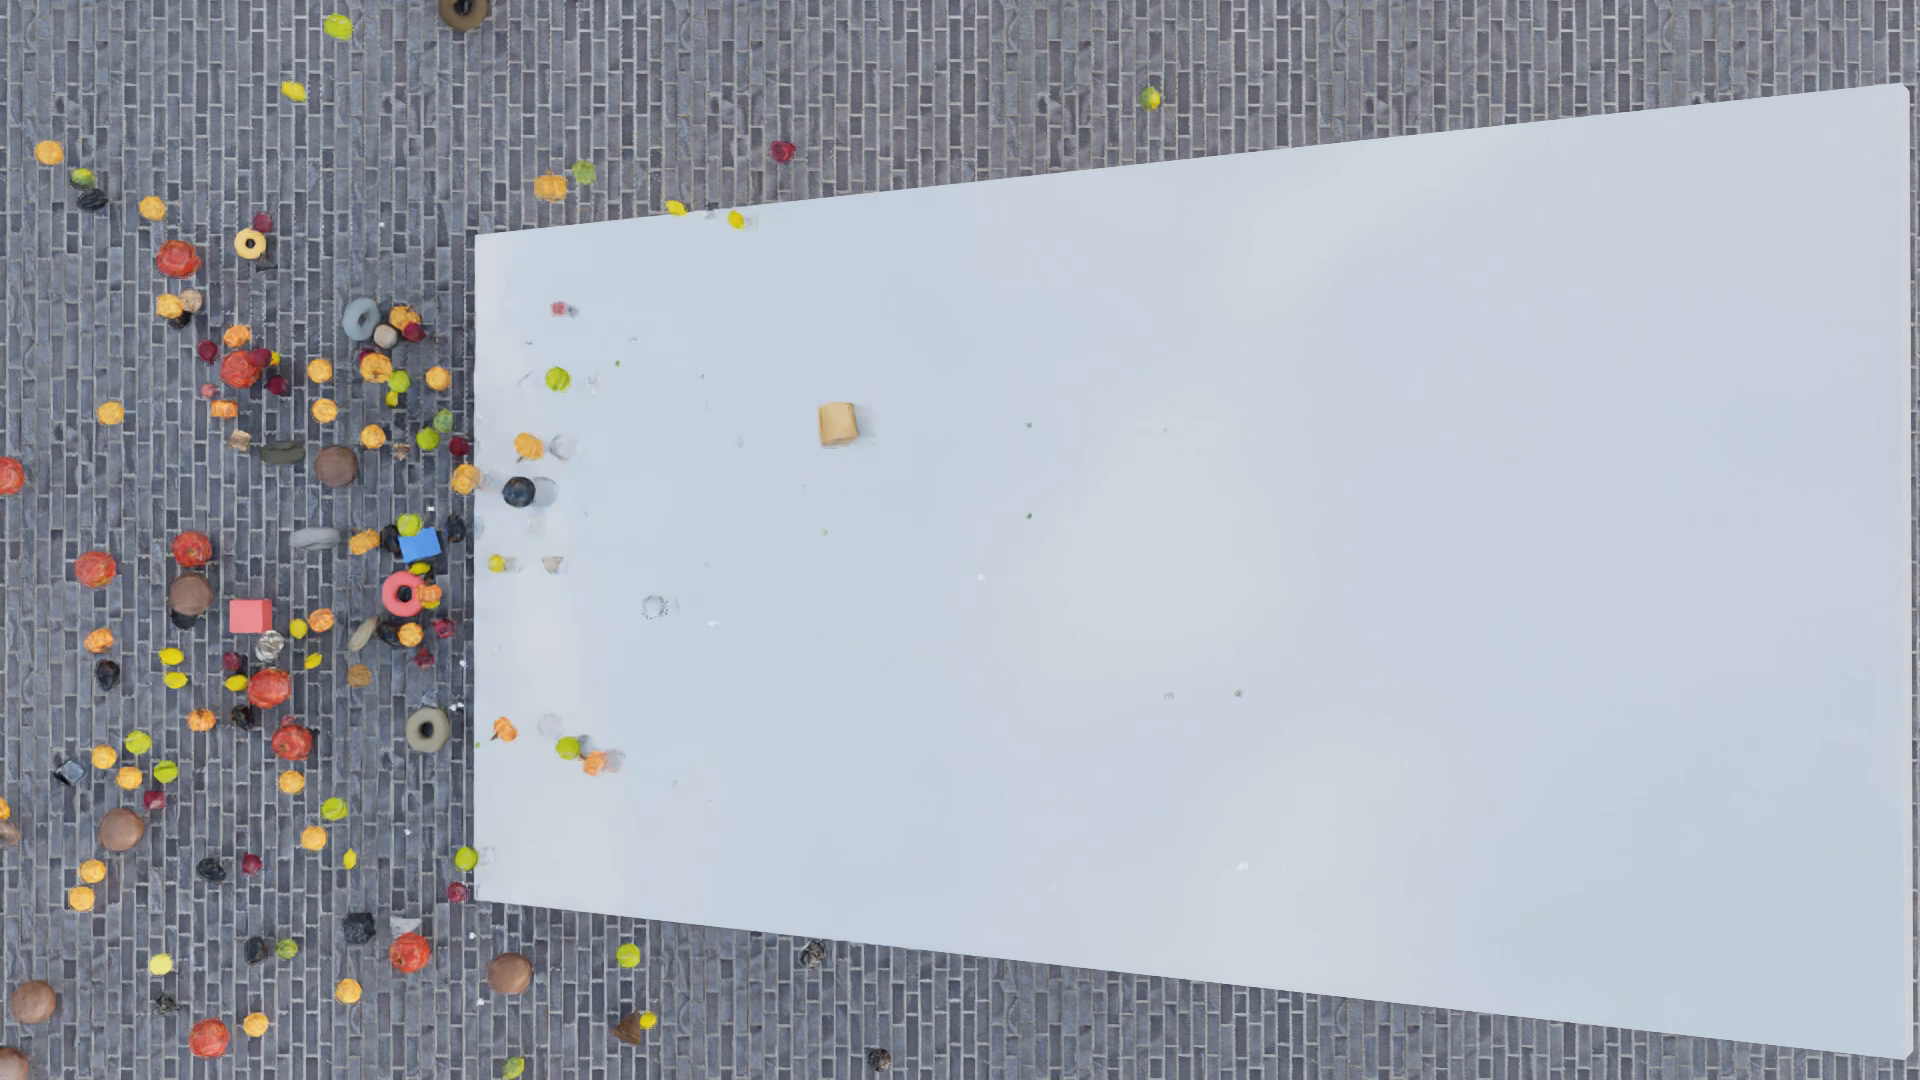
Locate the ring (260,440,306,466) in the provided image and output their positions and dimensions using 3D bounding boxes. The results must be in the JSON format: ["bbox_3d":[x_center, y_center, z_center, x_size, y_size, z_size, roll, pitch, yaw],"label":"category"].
[{"bbox_3d":[-2.046,-0.263,6.644,0.135,0.135,0.045,2,112,0],"label":"ring"}]

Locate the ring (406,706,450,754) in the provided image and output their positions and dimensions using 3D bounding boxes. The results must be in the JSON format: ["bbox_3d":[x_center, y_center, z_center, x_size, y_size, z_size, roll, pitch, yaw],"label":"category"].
[{"bbox_3d":[-1.613,0.575,6.663,0.143,0.048,0.143,-3,79,14],"label":"ring"}]

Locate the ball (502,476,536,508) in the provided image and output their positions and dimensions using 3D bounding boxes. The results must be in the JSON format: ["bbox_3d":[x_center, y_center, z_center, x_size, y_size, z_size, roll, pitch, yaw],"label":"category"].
[{"bbox_3d":[-1.296,-0.141,6.461,0.096,0.096,0.096,0,89,0],"label":"ball"}]

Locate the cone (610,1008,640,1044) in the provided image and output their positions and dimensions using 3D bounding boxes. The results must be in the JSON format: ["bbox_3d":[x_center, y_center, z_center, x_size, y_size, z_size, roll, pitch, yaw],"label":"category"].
[{"bbox_3d":[-0.996,1.463,6.670,0.098,0.098,0.098,22,63,0],"label":"cone"}]

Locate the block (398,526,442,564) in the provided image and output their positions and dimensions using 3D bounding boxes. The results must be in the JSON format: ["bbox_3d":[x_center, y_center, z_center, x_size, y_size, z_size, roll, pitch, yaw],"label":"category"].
[{"bbox_3d":[-1.633,0.016,6.647,0.082,0.082,0.082,-16,89,-41],"label":"block"}]

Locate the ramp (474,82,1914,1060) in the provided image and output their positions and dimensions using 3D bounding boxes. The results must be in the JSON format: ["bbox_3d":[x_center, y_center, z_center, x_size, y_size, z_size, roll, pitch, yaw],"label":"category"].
[{"bbox_3d":[0.261,0.072,5.603,4.000,0.100,2.000,0,89,32],"label":"ramp"}]

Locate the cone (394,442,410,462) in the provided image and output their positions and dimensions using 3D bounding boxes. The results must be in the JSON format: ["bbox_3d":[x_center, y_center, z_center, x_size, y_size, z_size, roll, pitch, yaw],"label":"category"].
[{"bbox_3d":[-1.695,-0.260,6.671,0.052,0.052,0.052,0,67,0],"label":"cone"}]

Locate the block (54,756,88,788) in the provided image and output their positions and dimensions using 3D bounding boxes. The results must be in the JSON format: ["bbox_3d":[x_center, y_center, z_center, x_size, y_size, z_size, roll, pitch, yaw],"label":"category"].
[{"bbox_3d":[-2.684,0.701,6.637,0.061,0.061,0.061,47,52,-18],"label":"block"}]

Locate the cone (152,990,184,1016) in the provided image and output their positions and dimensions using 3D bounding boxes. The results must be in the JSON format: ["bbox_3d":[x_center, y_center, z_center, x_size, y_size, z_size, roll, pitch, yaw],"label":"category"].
[{"bbox_3d":[-2.396,1.413,6.667,0.083,0.083,0.083,17,89,-19],"label":"cone"}]

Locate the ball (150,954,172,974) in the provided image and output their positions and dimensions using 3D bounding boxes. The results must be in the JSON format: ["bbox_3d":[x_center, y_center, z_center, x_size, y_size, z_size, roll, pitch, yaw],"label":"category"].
[{"bbox_3d":[-2.422,1.286,6.662,0.063,0.063,0.063,0,89,0],"label":"ball"}]

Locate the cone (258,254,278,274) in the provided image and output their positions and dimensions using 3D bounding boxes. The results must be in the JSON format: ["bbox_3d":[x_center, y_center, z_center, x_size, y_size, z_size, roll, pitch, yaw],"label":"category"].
[{"bbox_3d":[-2.102,-0.837,6.688,0.061,0.061,0.061,4,89,-23],"label":"cone"}]

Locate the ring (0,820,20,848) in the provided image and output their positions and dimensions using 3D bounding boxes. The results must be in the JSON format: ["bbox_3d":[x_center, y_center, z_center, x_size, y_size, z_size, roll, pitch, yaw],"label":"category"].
[{"bbox_3d":[-2.905,0.884,6.625,0.141,0.141,0.047,-8,56,0],"label":"ring"}]

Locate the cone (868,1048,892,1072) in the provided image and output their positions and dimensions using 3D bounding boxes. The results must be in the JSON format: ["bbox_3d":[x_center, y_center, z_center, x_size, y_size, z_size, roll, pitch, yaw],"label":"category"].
[{"bbox_3d":[-0.244,1.582,6.656,0.070,0.070,0.070,0,89,0],"label":"cone"}]

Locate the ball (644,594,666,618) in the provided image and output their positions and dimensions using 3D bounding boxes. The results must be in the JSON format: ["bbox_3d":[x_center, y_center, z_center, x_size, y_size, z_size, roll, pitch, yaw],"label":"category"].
[{"bbox_3d":[-0.861,0.187,6.205,0.065,0.065,0.065,0,89,0],"label":"ball"}]

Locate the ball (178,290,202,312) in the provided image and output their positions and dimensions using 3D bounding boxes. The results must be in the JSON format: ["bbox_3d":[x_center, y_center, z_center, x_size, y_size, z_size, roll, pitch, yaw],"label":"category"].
[{"bbox_3d":[-2.331,-0.725,6.664,0.069,0.069,0.069,0,89,0],"label":"ball"}]

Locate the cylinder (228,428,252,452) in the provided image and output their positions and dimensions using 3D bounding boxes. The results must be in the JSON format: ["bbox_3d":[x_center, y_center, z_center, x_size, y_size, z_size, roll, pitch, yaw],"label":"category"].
[{"bbox_3d":[-2.187,-0.303,6.678,0.055,0.055,0.055,23,90,0],"label":"cylinder"}]

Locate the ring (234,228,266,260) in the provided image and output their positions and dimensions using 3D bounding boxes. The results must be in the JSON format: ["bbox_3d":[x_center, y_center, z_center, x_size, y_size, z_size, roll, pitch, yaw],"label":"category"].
[{"bbox_3d":[-2.161,-0.903,6.698,0.096,0.032,0.096,0,90,1],"label":"ring"}]

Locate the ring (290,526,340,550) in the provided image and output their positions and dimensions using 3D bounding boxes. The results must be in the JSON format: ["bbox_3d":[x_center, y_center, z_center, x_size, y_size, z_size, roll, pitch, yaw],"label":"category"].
[{"bbox_3d":[-1.941,-0.004,6.627,0.146,0.146,0.049,-9,79,0],"label":"ring"}]

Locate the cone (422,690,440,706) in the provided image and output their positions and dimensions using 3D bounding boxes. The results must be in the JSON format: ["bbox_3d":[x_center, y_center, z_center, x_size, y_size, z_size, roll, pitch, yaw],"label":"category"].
[{"bbox_3d":[-1.593,0.492,6.660,0.055,0.055,0.055,-16,125,-24],"label":"cone"}]

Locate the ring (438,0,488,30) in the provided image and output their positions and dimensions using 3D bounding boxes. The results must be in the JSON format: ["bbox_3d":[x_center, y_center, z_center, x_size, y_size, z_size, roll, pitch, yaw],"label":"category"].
[{"bbox_3d":[-1.513,-1.625,6.696,0.148,0.049,0.148,0,89,-1],"label":"ring"}]

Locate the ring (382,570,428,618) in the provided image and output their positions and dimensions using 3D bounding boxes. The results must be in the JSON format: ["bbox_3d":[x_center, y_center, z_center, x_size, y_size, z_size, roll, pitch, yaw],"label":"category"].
[{"bbox_3d":[-1.686,0.165,6.680,0.143,0.048,0.143,0,90,-4],"label":"ring"}]

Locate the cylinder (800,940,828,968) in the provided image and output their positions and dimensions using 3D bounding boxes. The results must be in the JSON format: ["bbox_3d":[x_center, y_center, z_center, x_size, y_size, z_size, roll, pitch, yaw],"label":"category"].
[{"bbox_3d":[-0.393,1.115,5.922,0.054,0.054,0.054,42,125,0],"label":"cylinder"}]

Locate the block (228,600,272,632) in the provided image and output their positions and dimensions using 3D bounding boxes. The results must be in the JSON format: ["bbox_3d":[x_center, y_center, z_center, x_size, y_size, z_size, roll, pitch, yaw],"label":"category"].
[{"bbox_3d":[-2.146,0.230,6.654,0.098,0.098,0.098,1,89,0],"label":"block"}]

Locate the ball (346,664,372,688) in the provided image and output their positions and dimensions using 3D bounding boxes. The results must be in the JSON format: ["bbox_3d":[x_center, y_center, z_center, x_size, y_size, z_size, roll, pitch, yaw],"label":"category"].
[{"bbox_3d":[-1.821,0.413,6.664,0.075,0.075,0.075,0,89,0],"label":"ball"}]

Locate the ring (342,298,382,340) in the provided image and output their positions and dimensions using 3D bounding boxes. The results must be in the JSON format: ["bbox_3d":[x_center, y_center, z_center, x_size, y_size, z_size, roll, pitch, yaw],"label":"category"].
[{"bbox_3d":[-1.806,-0.668,6.641,0.046,0.139,0.139,26,89,32],"label":"ring"}]

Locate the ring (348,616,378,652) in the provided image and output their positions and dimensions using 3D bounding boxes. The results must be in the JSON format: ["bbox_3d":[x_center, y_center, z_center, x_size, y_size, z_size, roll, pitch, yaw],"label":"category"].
[{"bbox_3d":[-1.802,0.283,6.645,0.041,0.123,0.123,37,90,-13],"label":"ring"}]

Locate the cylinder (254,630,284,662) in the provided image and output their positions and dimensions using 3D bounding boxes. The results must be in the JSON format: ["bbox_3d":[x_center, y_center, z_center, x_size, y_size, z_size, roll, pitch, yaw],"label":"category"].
[{"bbox_3d":[-2.089,0.322,6.653,0.070,0.070,0.070,18,51,-23],"label":"cylinder"}]

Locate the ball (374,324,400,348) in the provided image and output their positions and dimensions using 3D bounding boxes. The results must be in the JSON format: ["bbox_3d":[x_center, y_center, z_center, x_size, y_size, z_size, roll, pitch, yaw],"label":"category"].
[{"bbox_3d":[-1.740,-0.619,6.672,0.078,0.078,0.078,0,89,0],"label":"ball"}]

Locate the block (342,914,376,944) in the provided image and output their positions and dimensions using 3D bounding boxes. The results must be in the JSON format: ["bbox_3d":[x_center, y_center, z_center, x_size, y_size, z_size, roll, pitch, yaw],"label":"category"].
[{"bbox_3d":[-1.814,1.172,6.635,0.068,0.068,0.068,-2,107,9],"label":"block"}]

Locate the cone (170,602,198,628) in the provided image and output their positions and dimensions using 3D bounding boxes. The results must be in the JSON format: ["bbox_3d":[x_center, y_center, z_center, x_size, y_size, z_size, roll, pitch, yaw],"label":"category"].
[{"bbox_3d":[-2.365,0.230,6.662,0.082,0.082,0.082,0,89,0],"label":"cone"}]
